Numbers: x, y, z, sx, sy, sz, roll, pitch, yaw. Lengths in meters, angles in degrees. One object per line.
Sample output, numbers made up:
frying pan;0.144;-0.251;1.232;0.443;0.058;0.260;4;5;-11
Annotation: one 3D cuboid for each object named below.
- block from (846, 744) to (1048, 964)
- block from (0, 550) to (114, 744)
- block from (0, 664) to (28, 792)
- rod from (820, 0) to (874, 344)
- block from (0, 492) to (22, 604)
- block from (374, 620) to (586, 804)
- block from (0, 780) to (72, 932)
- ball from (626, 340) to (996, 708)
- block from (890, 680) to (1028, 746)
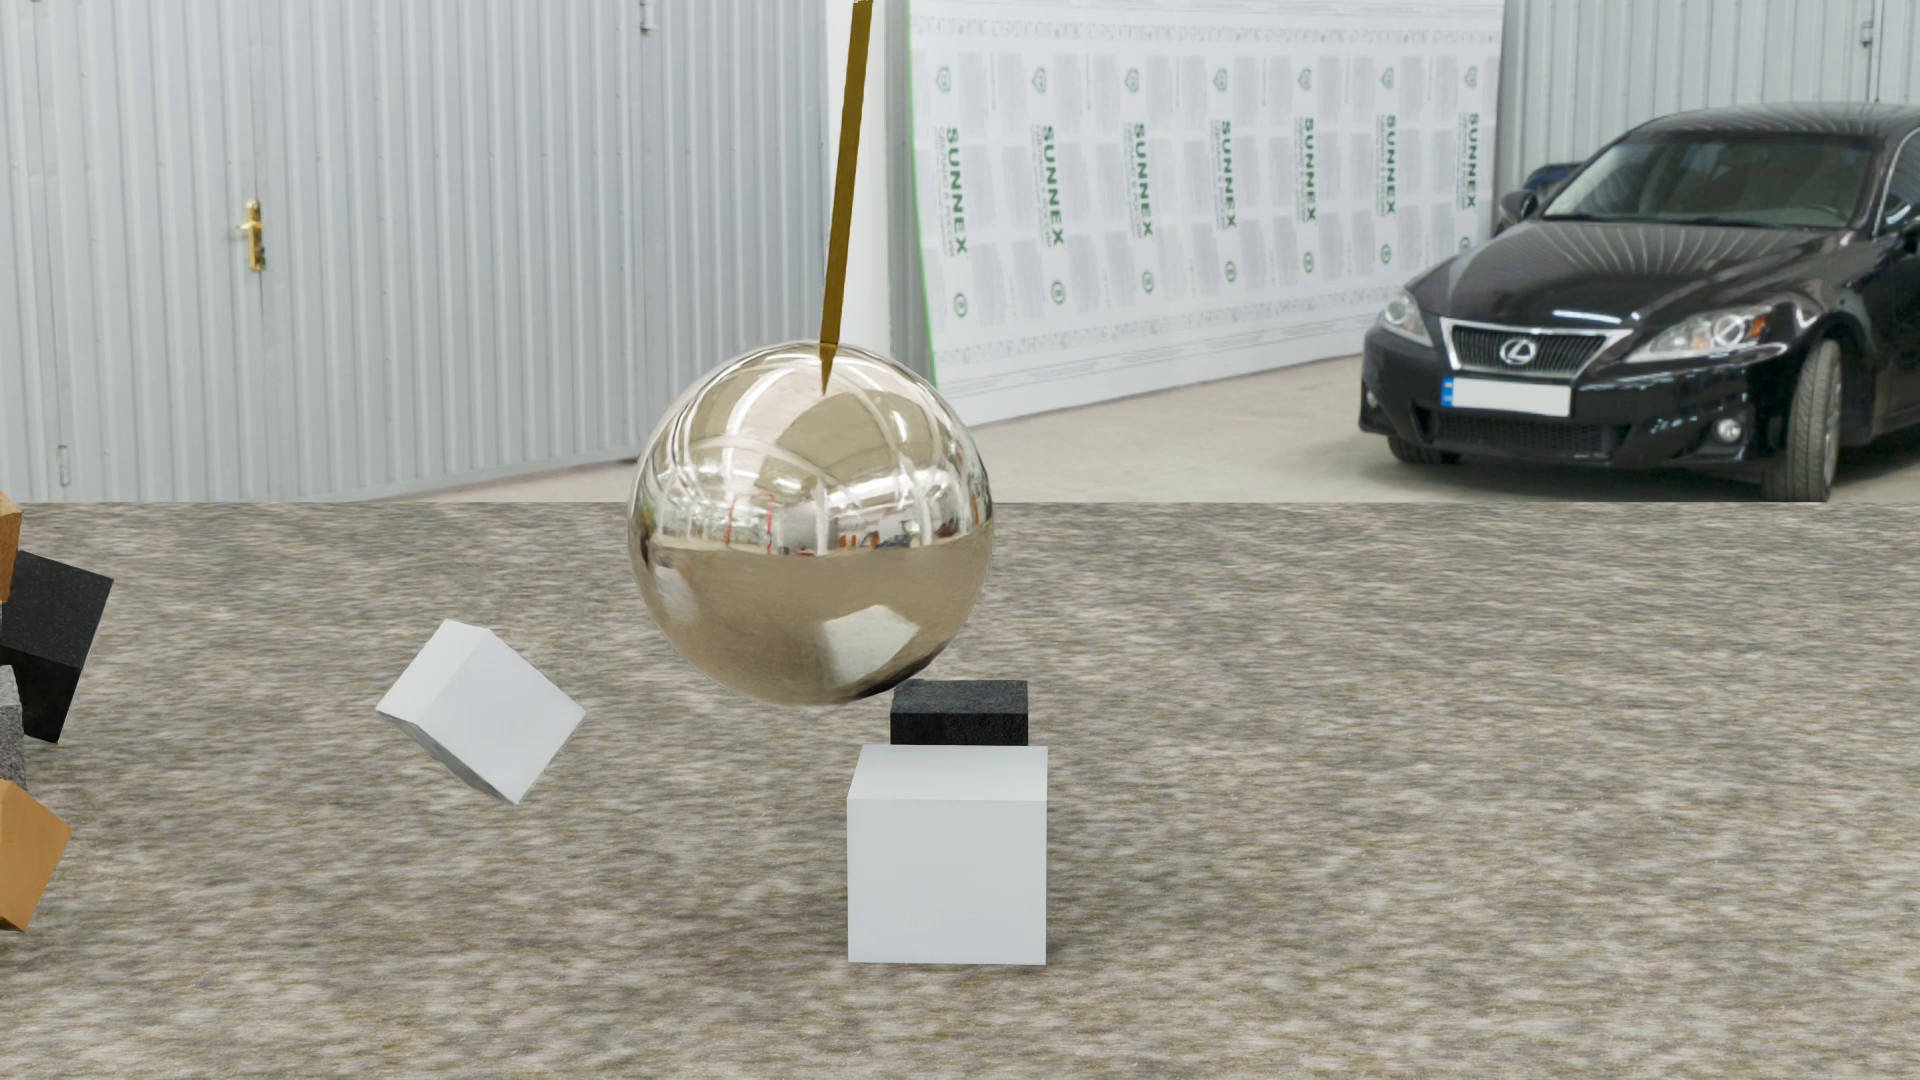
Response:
block;-0.036;1.285;10.605;0.790;0.678;0.832;0;10;2
block;-4.850;0.551;13.418;0.552;0.609;0.674;19;39;-16
block;-4.703;1.054;11.693;0.804;0.742;0.842;-4;11;-22
rod;-0.281;-3.396;10.563;0.080;5.200;0.080;6;10;-1
block;-5.133;0.007;12.851;0.529;0.554;0.564;35;31;26
block;-2.050;0.729;10.960;0.570;0.493;0.545;44;-18;-25
block;-4.039;1.280;10.512;0.474;0.472;0.416;1;-34;25
ball;-0.648;-0.071;11.167;1.600;1.600;1.600;0;10;0
block;0.003;1.033;12.215;0.637;0.597;0.663;0;10;1
